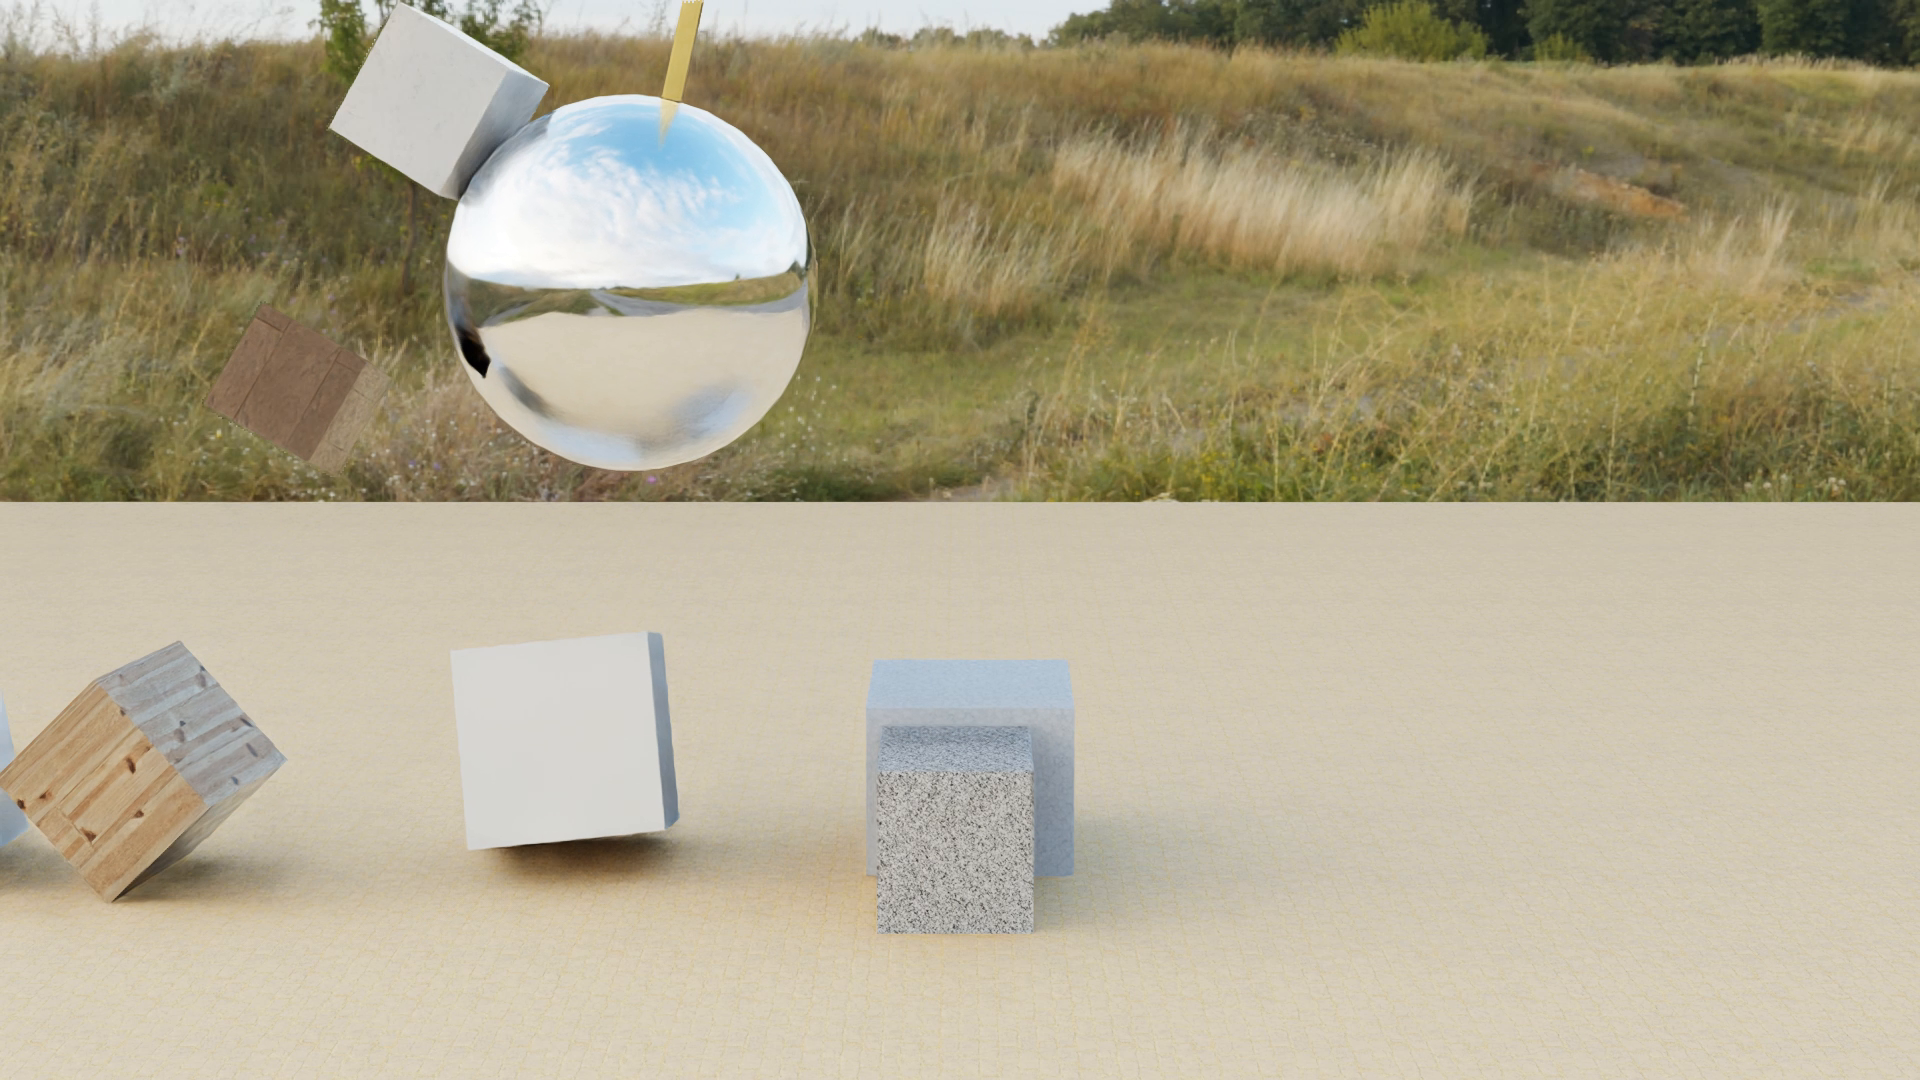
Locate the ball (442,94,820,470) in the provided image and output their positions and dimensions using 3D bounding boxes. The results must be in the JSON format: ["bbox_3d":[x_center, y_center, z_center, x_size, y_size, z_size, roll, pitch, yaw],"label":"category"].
[{"bbox_3d":[-1.404,-1.096,10.981,1.600,1.600,1.600,0,10,0],"label":"ball"}]

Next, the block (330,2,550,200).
[{"bbox_3d":[-2.215,-1.853,10.957,0.557,0.605,0.537,32,7,6],"label":"block"}]

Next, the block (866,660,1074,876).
[{"bbox_3d":[0.048,1.029,11.762,0.916,0.768,0.947,0,10,0],"label":"block"}]

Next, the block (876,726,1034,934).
[{"bbox_3d":[-0.020,1.221,10.916,0.645,0.692,0.744,0,10,0],"label":"block"}]

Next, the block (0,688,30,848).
[{"bbox_3d":[-4.688,1.100,11.412,0.717,0.662,0.663,-7,10,7],"label":"block"}]

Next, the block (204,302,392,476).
[{"bbox_3d":[-2.857,-0.645,11.108,0.512,0.496,0.503,29,-5,2],"label":"block"}]

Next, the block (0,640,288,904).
[{"bbox_3d":[-3.571,1.005,11.235,0.682,0.724,0.736,-42,1,16],"label":"block"}]

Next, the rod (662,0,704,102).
[{"bbox_3d":[-0.608,-4.349,10.390,0.080,5.200,0.080,13,10,-2],"label":"rod"}]

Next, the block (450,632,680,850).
[{"bbox_3d":[-1.767,0.891,11.583,0.859,0.872,0.806,-6,-2,-2],"label":"block"}]
